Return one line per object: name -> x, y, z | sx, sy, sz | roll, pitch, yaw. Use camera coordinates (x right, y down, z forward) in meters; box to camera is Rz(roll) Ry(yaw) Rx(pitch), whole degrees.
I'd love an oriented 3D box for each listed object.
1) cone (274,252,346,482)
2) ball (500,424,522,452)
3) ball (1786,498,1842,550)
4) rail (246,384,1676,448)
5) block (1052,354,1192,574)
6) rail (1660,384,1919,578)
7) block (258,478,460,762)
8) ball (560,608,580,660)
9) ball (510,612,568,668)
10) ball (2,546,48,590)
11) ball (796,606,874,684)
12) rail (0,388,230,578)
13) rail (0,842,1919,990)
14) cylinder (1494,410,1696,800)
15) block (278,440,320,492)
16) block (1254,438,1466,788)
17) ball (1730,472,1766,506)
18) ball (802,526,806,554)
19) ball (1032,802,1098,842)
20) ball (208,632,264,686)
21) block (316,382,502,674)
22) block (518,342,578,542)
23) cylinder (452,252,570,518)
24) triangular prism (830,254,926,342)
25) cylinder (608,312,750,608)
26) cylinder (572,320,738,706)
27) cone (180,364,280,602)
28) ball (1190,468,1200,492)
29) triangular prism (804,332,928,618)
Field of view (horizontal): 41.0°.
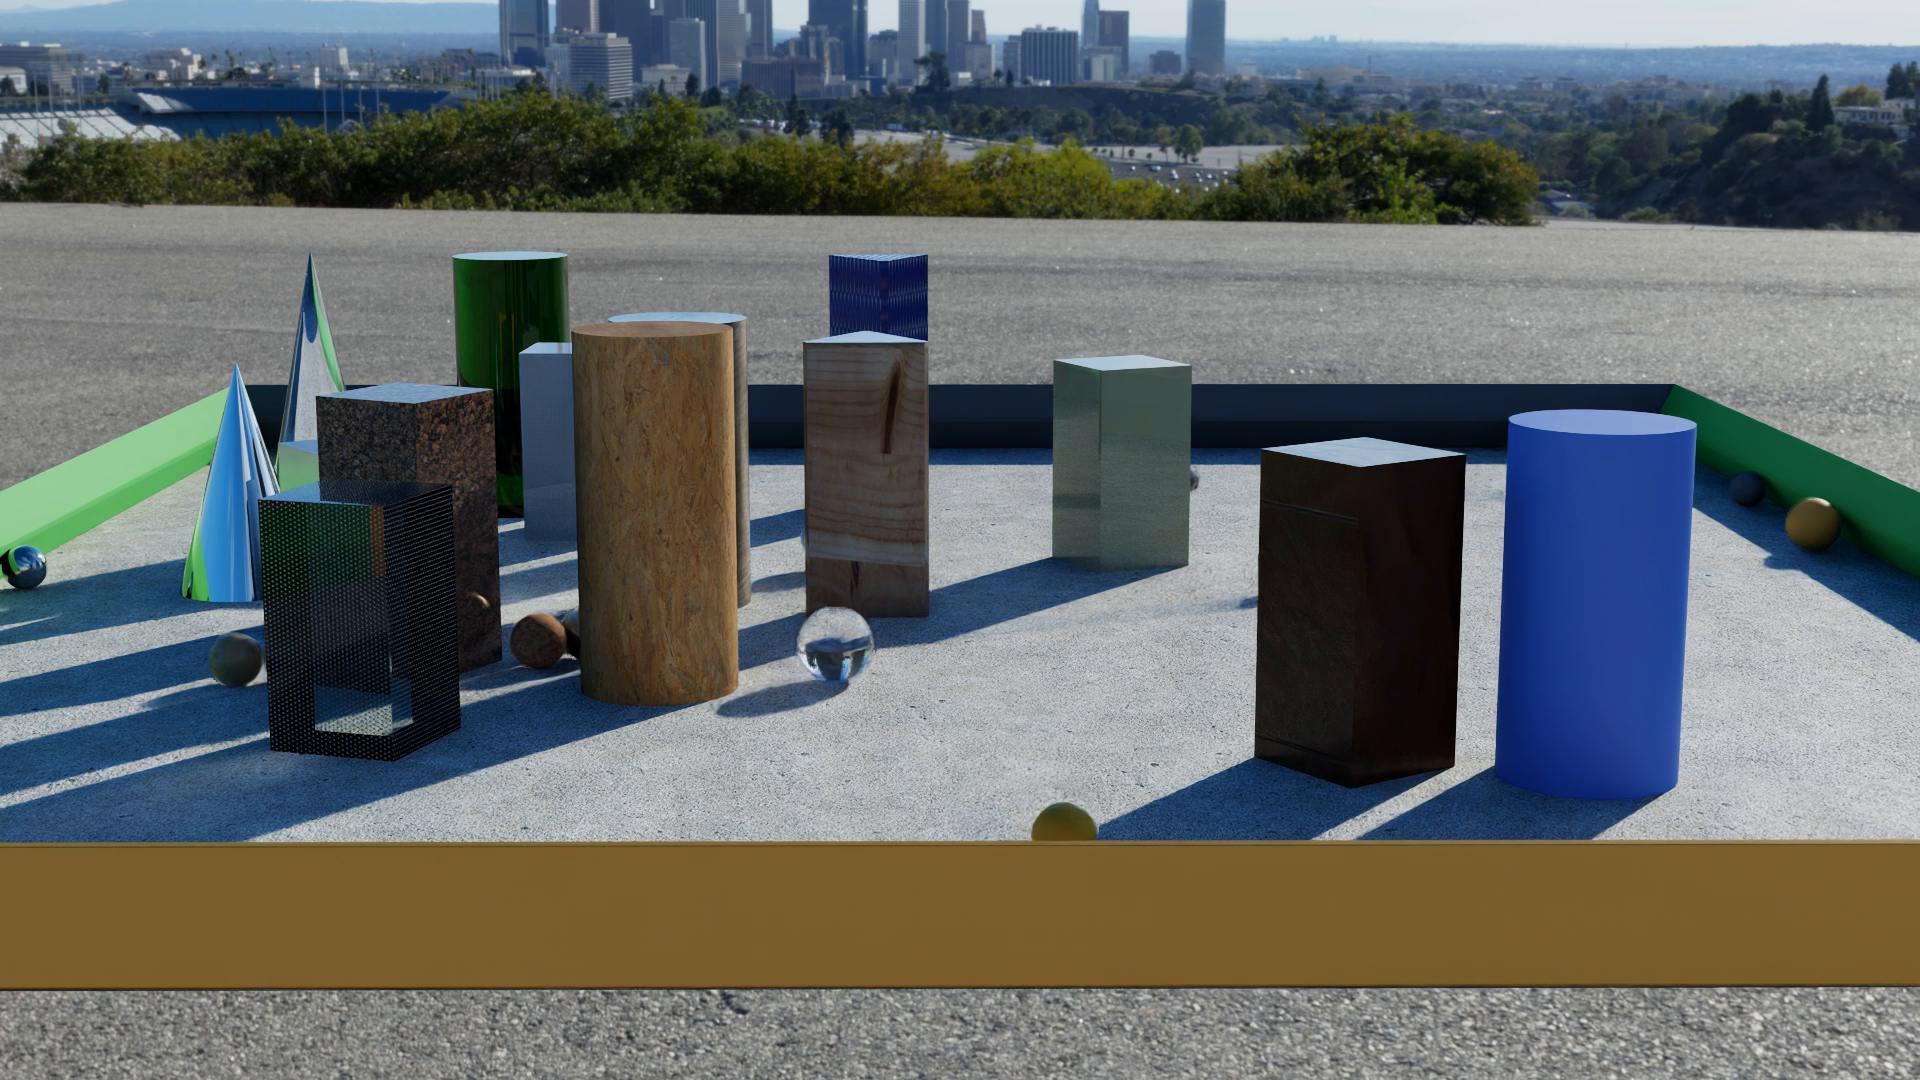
cone -> -0.947, -0.201, 3.781 | 0.185, 0.456, 0.185 | 0, 11, 0
ball -> -0.835, -0.191, 4.818 | 0.054, 0.054, 0.054 | 0, 11, 0
ball -> 1.284, -0.023, 3.855 | 0.079, 0.079, 0.079 | 0, 11, 0
rail -> -0.008, -0.231, 4.849 | 2.734, 0.120, 0.045 | 0, 11, 0
block -> 0.235, -0.113, 3.753 | 0.148, 0.294, 0.148 | -5, 12, -25
rail -> 1.343, 0.029, 3.457 | 0.045, 0.120, 2.895 | 0, 11, 0
block -> -0.644, 0.082, 2.764 | 0.148, 0.273, 0.148 | 3, 11, 17
ball -> -0.461, 0.115, 3.154 | 0.065, 0.065, 0.065 | 0, 11, 0
ball -> -0.510, 0.122, 3.110 | 0.067, 0.067, 0.067 | 0, 11, 0
ball -> -1.303, 0.038, 3.575 | 0.061, 0.061, 0.061 | 0, 11, 0
ball -> -0.147, 0.124, 3.035 | 0.092, 0.092, 0.092 | 0, 11, 0
rail -> -1.343, 0.032, 3.442 | 0.045, 0.120, 2.895 | 0, 11, 0
rail -> 0.008, 0.293, 2.050 | 2.734, 0.120, 0.045 | 0, 11, 0
cylinder -> 0.646, 0.062, 2.616 | 0.185, 0.368, 0.185 | 0, 11, 0
block -> -0.785, -0.008, 3.349 | 0.148, 0.235, 0.148 | -8, 13, -37
block -> 0.414, 0.071, 2.669 | 0.148, 0.330, 0.148 | -7, 13, -34
ball -> 1.300, -0.083, 4.234 | 0.057, 0.057, 0.057 | 0, 11, 0
ball -> -0.185, 0.000, 3.706 | 0.089, 0.089, 0.089 | 0, 11, 0
ball -> 0.095, 0.270, 2.341 | 0.060, 0.060, 0.060 | 0, 11, 0
ball -> -0.853, 0.141, 3.023 | 0.063, 0.063, 0.063 | 0, 11, 0
block -> -0.662, -0.011, 3.094 | 0.148, 0.335, 0.148 | 5, 12, 27
block -> -0.593, -0.154, 3.982 | 0.148, 0.289, 0.148 | 0, 11, 1
cylinder -> -0.727, -0.256, 4.186 | 0.185, 0.415, 0.185 | 0, 11, 0
triangular prism -> -0.111, -0.261, 4.220 | 0.138, 0.412, 0.160 | -8, 13, -35
cylinder -> -0.377, -0.106, 3.463 | 0.185, 0.386, 0.185 | 0, 11, 0
cylinder -> -0.353, -0.035, 2.982 | 0.185, 0.423, 0.185 | 0, 11, 0
cone -> -0.995, -0.089, 3.555 | 0.185, 0.319, 0.185 | 0, 11, 0
ball -> 0.384, -0.101, 4.363 | 0.046, 0.046, 0.046 | 0, 11, 0
triangular prism -> -0.125, -0.090, 3.434 | 0.160, 0.366, 0.138 | 0, 11, -2
